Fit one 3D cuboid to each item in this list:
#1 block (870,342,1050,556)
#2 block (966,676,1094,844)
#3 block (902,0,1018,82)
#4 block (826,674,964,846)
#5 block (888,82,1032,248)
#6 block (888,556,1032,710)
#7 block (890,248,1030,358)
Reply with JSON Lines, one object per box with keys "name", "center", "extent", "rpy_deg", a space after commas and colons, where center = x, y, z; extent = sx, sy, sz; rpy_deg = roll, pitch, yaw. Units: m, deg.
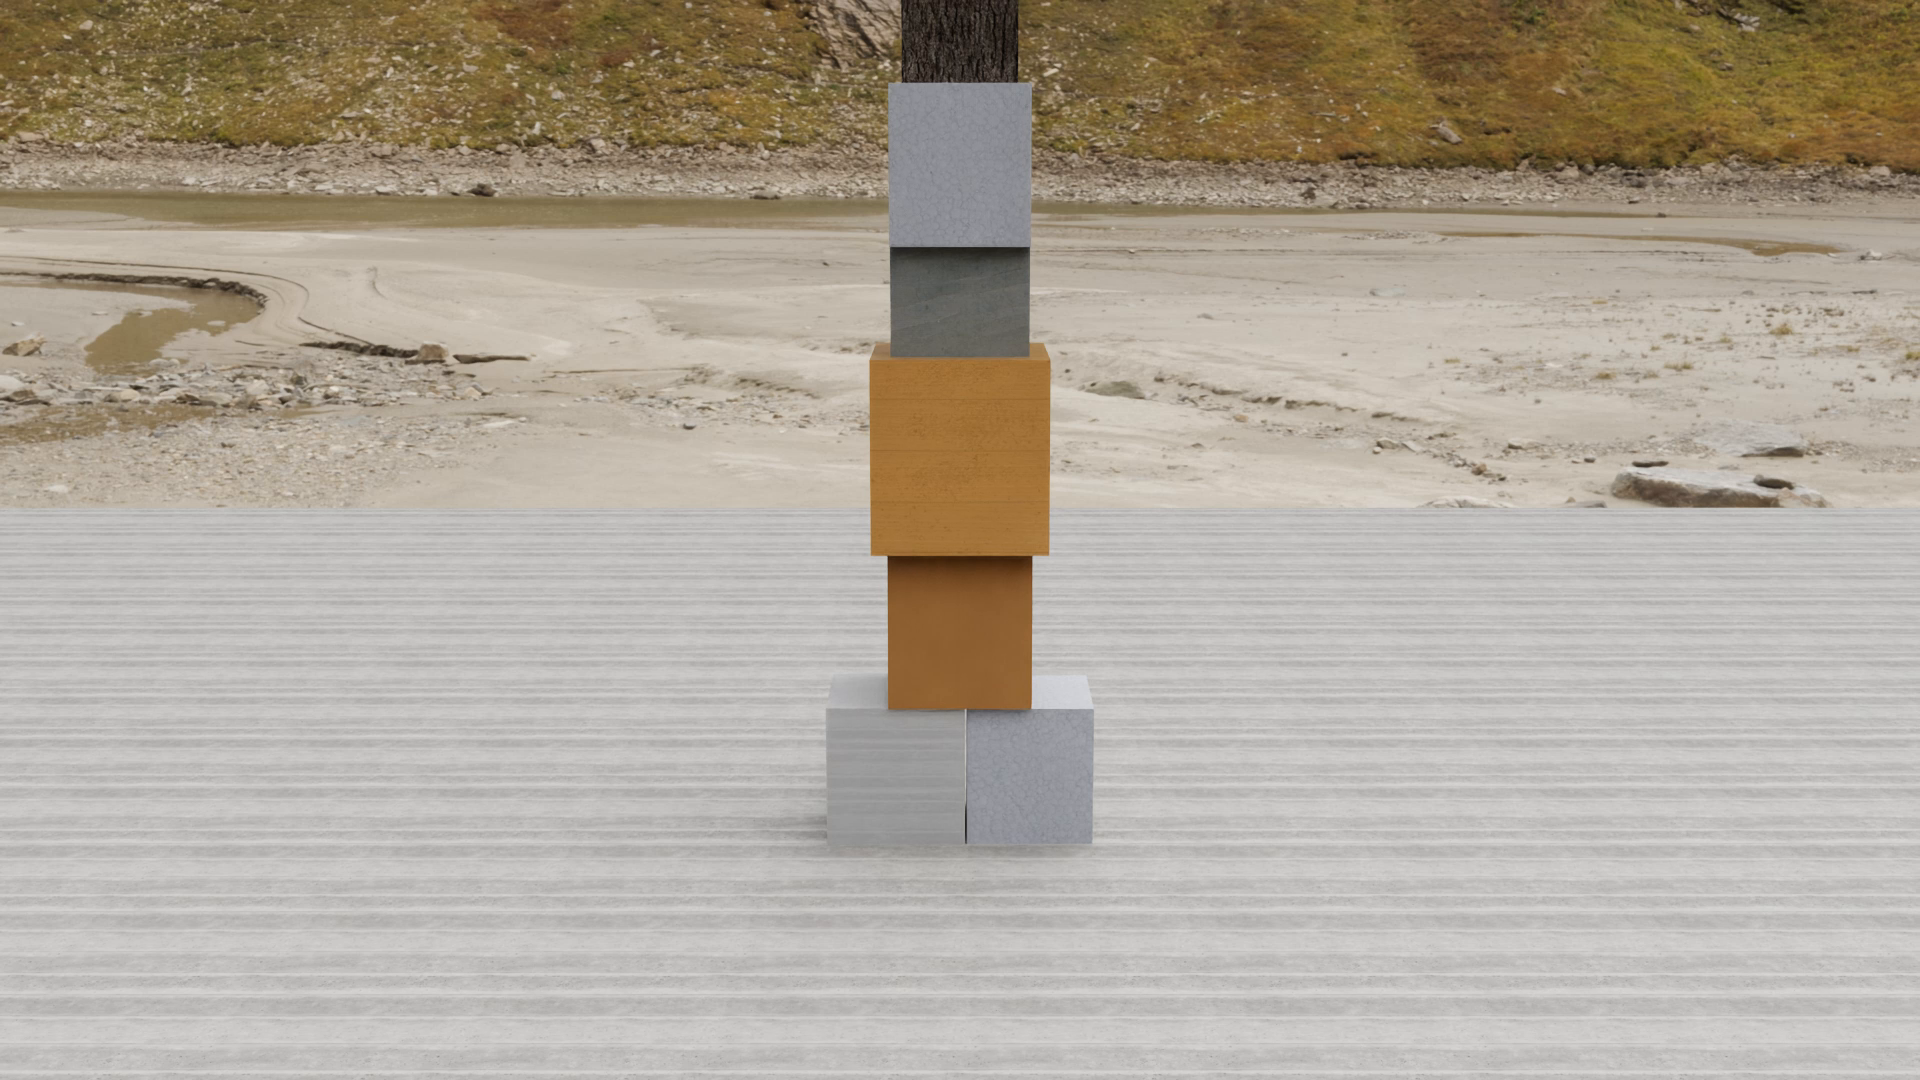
{"name": "block", "center": [0.000, -0.476, 11.090], "extent": [0.870, 0.953, 0.936], "rpy_deg": [0, 10, 0]}
{"name": "block", "center": [0.352, 1.128, 11.397], "extent": [0.636, 0.703, 0.697], "rpy_deg": [0, 10, 0]}
{"name": "block", "center": [0.000, -2.549, 10.715], "extent": [0.556, 0.647, 0.577], "rpy_deg": [0, 10, 0]}
{"name": "block", "center": [-0.323, 1.125, 11.389], "extent": [0.695, 0.713, 0.723], "rpy_deg": [0, 10, 0]}
{"name": "block", "center": [0.000, -1.850, 10.835], "extent": [0.681, 0.772, 0.714], "rpy_deg": [0, 10, 0]}
{"name": "block", "center": [0.000, 0.386, 11.235], "extent": [0.715, 0.796, 0.721], "rpy_deg": [0, 10, 0]}
{"name": "block", "center": [0.000, -1.208, 10.959], "extent": [0.676, 0.534, 0.614], "rpy_deg": [0, 10, 0]}
